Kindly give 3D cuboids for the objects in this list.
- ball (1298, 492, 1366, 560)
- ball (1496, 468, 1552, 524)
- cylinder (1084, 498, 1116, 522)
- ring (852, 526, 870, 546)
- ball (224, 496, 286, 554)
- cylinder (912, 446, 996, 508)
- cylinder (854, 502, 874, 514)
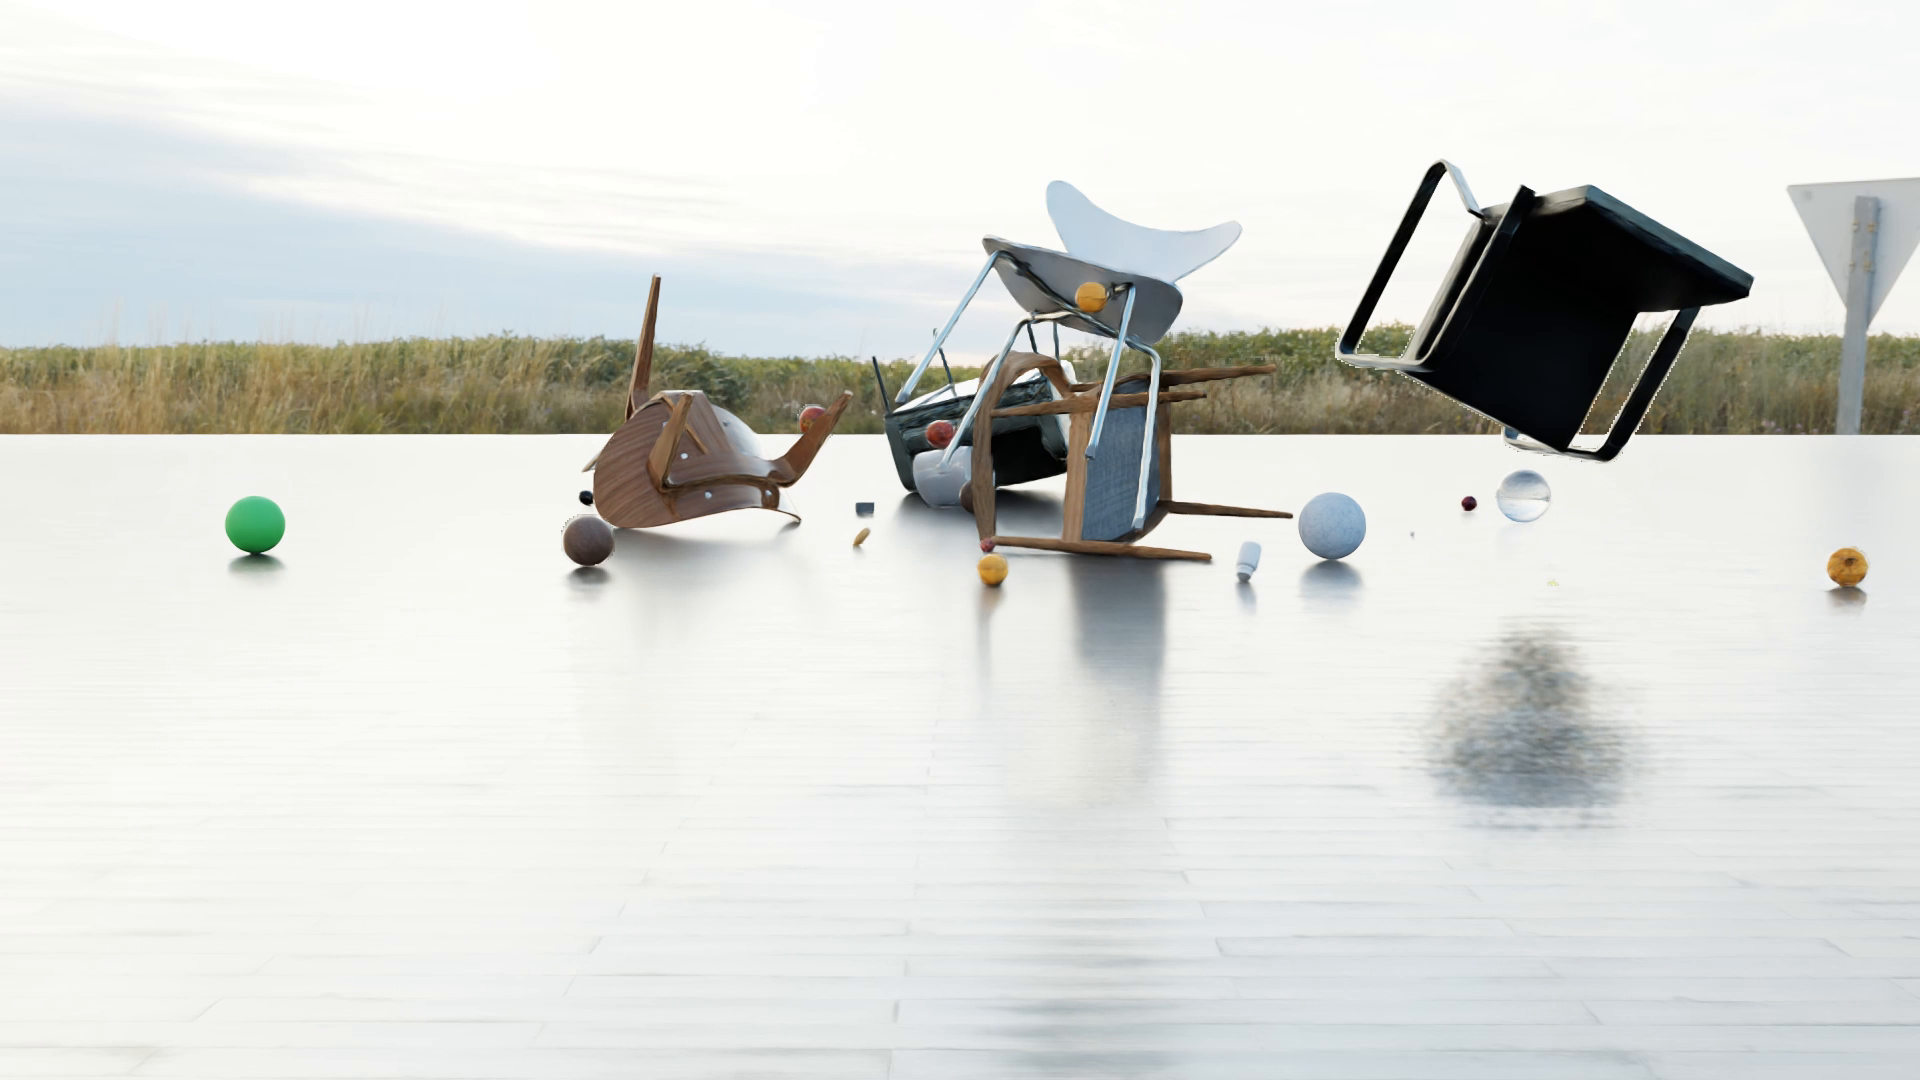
[{"bbox_3d":[0.980,-0.038,5.789,0.179,0.179,0.179,0,4,0],"label":"ball"},{"bbox_3d":[1.886,-0.148,7.362,0.184,0.184,0.184,0,4,0],"label":"ball"},{"bbox_3d":[0.475,-0.102,7.436,0.111,0.080,0.121,0,-1,4],"label":"cylinder"},{"bbox_3d":[-0.281,-0.010,6.306,0.021,0.068,0.061,40,-9,8],"label":"ring"},{"bbox_3d":[-1.924,-0.043,6.003,0.160,0.160,0.160,0,4,0],"label":"ball"},{"bbox_3d":[-0.021,-0.234,8.162,0.224,0.235,0.177,-7,44,34],"label":"cylinder"},{"bbox_3d":[-0.346,-0.118,7.990,0.060,0.038,0.084,3,5,38],"label":"cylinder"}]
